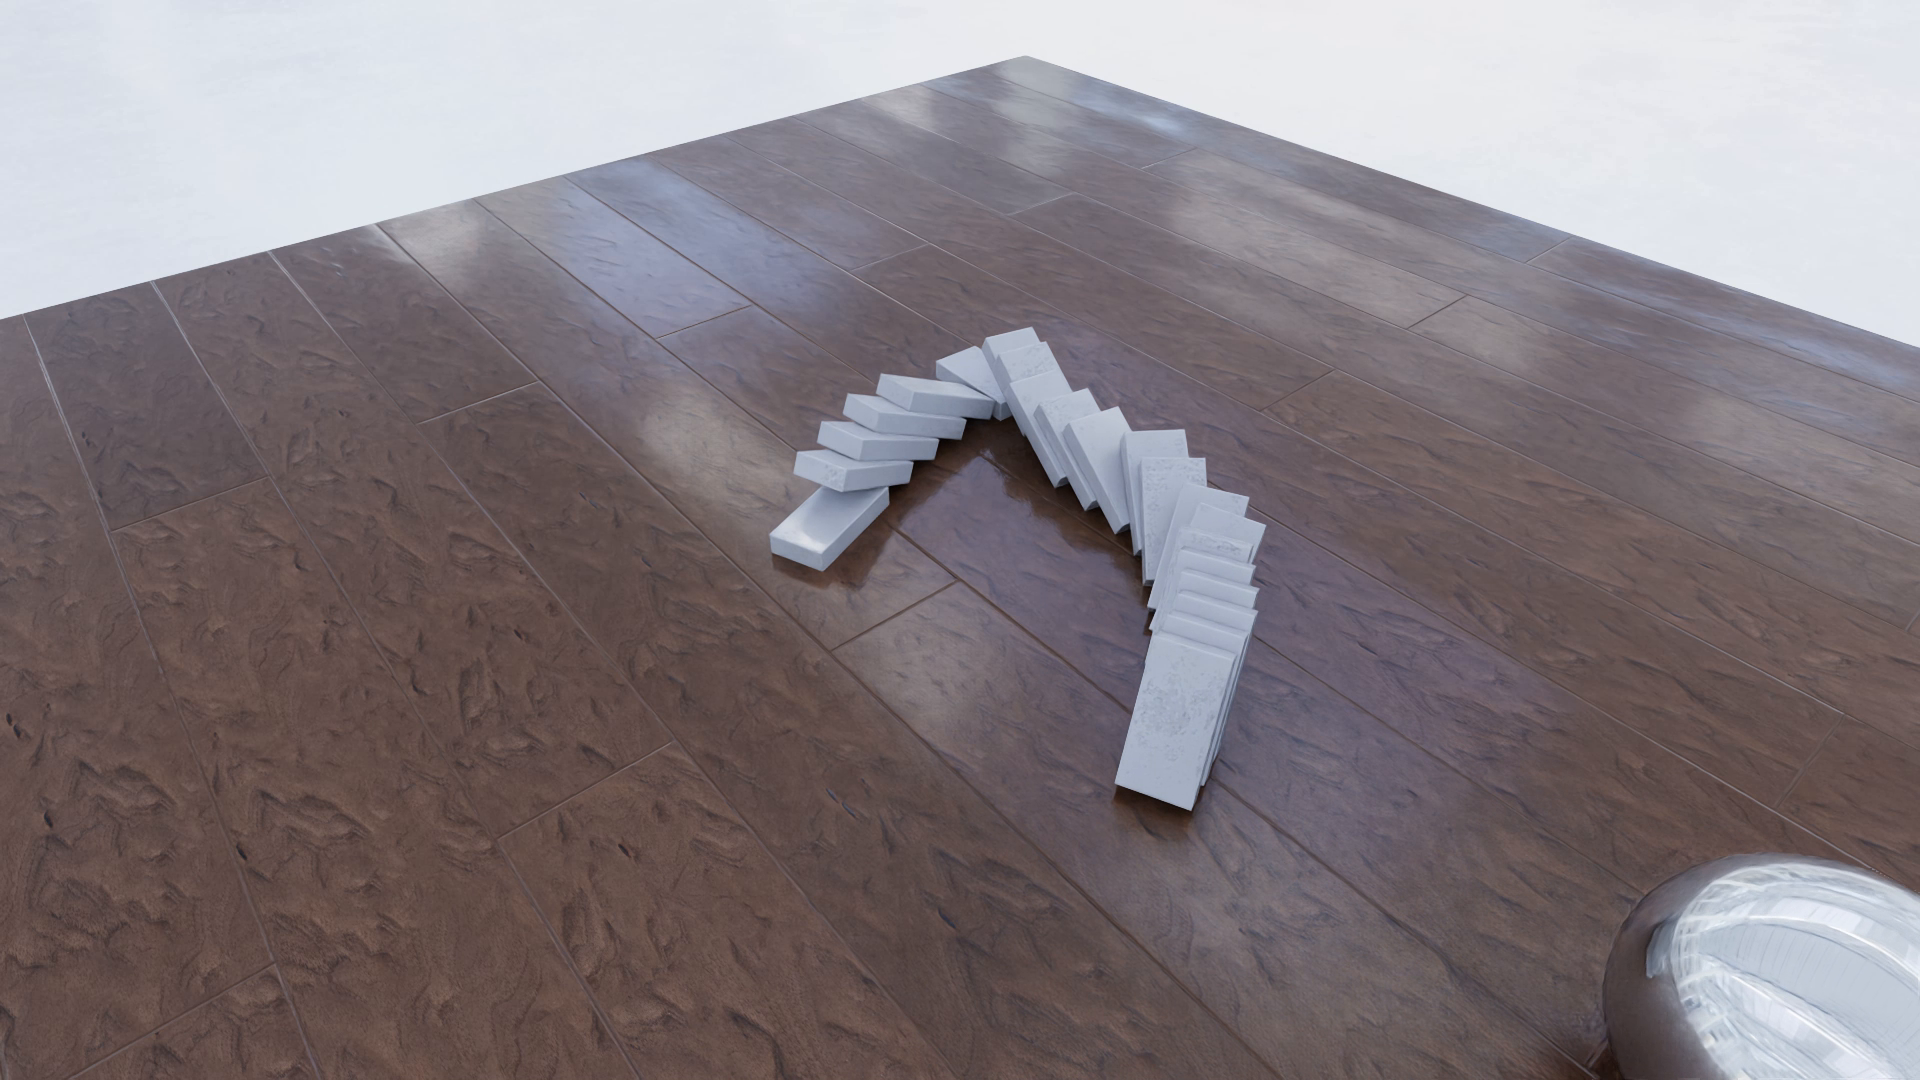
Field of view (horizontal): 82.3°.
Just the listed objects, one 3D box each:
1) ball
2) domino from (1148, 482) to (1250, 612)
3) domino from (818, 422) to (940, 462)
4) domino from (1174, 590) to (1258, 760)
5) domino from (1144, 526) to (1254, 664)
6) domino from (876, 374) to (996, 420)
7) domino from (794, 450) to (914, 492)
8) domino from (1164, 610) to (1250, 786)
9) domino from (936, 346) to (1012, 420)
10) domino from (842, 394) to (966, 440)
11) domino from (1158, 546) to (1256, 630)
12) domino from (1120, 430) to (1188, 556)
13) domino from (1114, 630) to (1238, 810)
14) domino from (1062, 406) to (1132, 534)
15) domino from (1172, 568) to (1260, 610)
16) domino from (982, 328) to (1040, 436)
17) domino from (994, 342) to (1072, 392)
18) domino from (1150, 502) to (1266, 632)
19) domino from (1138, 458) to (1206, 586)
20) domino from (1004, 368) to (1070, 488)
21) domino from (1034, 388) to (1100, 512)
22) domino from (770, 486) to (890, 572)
[{"bbox_3d":[0.193,0.113,0.250,0.080,0.080,0.080,0,39,0],"label":"ball"},{"bbox_3d":[0.090,0.006,0.414,0.025,0.009,0.050,15,80,17],"label":"domino"},{"bbox_3d":[-0.035,-0.043,0.478,0.025,0.009,0.050,25,19,33],"label":"domino"},{"bbox_3d":[0.078,0.044,0.359,0.025,0.050,0.010,17,12,19],"label":"domino"},{"bbox_3d":[0.084,0.023,0.385,0.025,0.050,0.010,16,12,19],"label":"domino"},{"bbox_3d":[-0.011,-0.066,0.505,0.050,0.010,0.025,0,24,-43],"label":"domino"},{"bbox_3d":[-0.044,-0.030,0.462,0.025,0.009,0.050,21,16,26],"label":"domino"},{"bbox_3d":[0.073,0.050,0.352,0.025,0.050,0.010,17,12,19],"label":"domino"},{"bbox_3d":[0.013,-0.077,0.538,0.025,0.010,0.050,-26,46,-29],"label":"domino"},{"bbox_3d":[-0.024,-0.055,0.492,0.050,0.010,0.025,0,23,-42],"label":"domino"},{"bbox_3d":[0.082,0.030,0.377,0.025,0.050,0.009,16,12,19],"label":"domino"},{"bbox_3d":[0.081,-0.019,0.446,0.025,0.009,0.050,-3,73,-5],"label":"domino"},{"bbox_3d":[0.067,0.056,0.344,0.025,0.050,0.009,17,12,19],"label":"domino"},{"bbox_3d":[0.066,-0.030,0.461,0.025,0.010,0.050,-19,73,-22],"label":"domino"},{"bbox_3d":[0.081,0.037,0.368,0.025,0.050,0.010,16,12,19],"label":"domino"},{"bbox_3d":[0.032,-0.075,0.517,0.025,0.009,0.050,-17,70,-20],"label":"domino"},{"bbox_3d":[0.038,-0.065,0.503,0.025,0.010,0.050,-18,71,-20],"label":"domino"},{"bbox_3d":[0.090,0.014,0.400,0.025,0.009,0.050,21,85,18],"label":"domino"},{"bbox_3d":[0.084,-0.007,0.432,0.025,0.009,0.050,1,73,1],"label":"domino"},{"bbox_3d":[0.043,-0.050,0.486,0.025,0.009,0.050,-20,71,-21],"label":"domino"},{"bbox_3d":[0.054,-0.039,0.474,0.025,0.010,0.050,-19,72,-22],"label":"domino"},{"bbox_3d":[-0.053,-0.009,0.454,0.025,0.010,0.050,19,43,22],"label":"domino"}]
